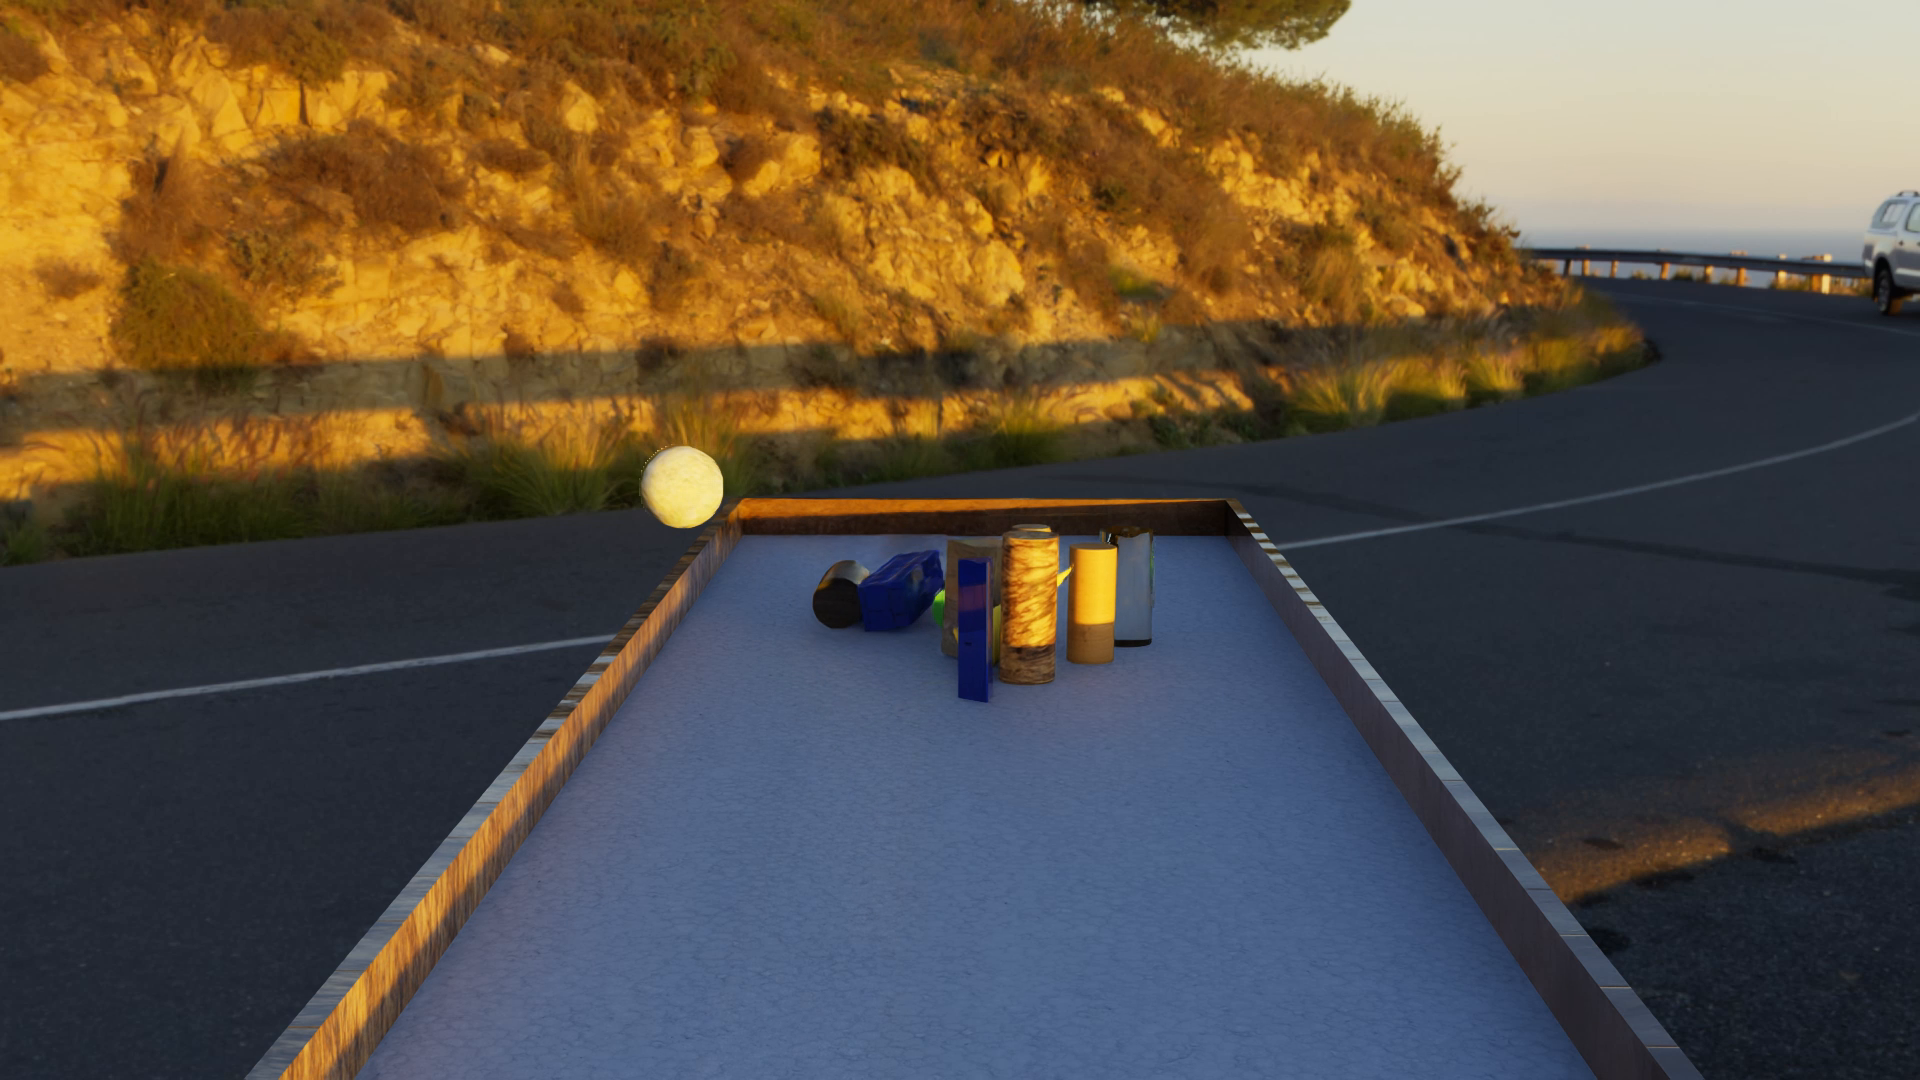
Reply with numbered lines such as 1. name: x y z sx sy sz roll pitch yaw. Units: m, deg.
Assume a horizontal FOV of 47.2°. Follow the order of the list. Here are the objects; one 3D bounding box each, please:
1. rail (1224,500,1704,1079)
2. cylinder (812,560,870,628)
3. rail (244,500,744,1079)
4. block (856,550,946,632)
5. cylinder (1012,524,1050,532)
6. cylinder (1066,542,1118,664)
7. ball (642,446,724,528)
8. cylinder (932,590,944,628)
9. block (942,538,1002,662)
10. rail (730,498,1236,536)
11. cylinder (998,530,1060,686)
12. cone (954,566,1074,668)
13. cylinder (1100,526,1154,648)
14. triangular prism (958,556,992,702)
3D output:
1. rail: 1.046 0.843 3.208 0.050 0.150 12.000 0 9 1
2. cylinder: -0.390 0.179 7.335 0.170 0.170 0.343 0 9 2
3. rail: -1.004 0.839 3.234 0.050 0.150 12.000 0 9 1
4. block: -0.190 0.164 7.308 0.150 0.150 0.440 -8 11 17
5. cylinder: 0.224 0.139 6.962 0.121 0.366 0.121 0 9 0
6. cylinder: 0.400 0.191 6.681 0.144 0.348 0.144 1 8 0
7. ball: -0.911 -0.173 7.221 0.270 0.270 0.270 0 9 0
8. cylinder: 0.041 0.197 7.293 0.146 0.146 0.397 3 10 18
9. block: 0.070 0.182 6.707 0.171 0.350 0.171 -1 8 -31
10. rail: 0.099 -0.098 9.147 2.100 0.150 0.050 0 9 1
11. cylinder: 0.200 0.195 6.401 0.165 0.427 0.165 1 10 0
12. cone: 0.190 0.203 6.564 0.413 0.165 0.165 -39 23 -16
13. cylinder: 0.523 0.146 6.942 0.170 0.359 0.170 0 9 0
14. triangular prism: 0.063 0.248 6.178 0.103 0.396 0.089 7 11 38
